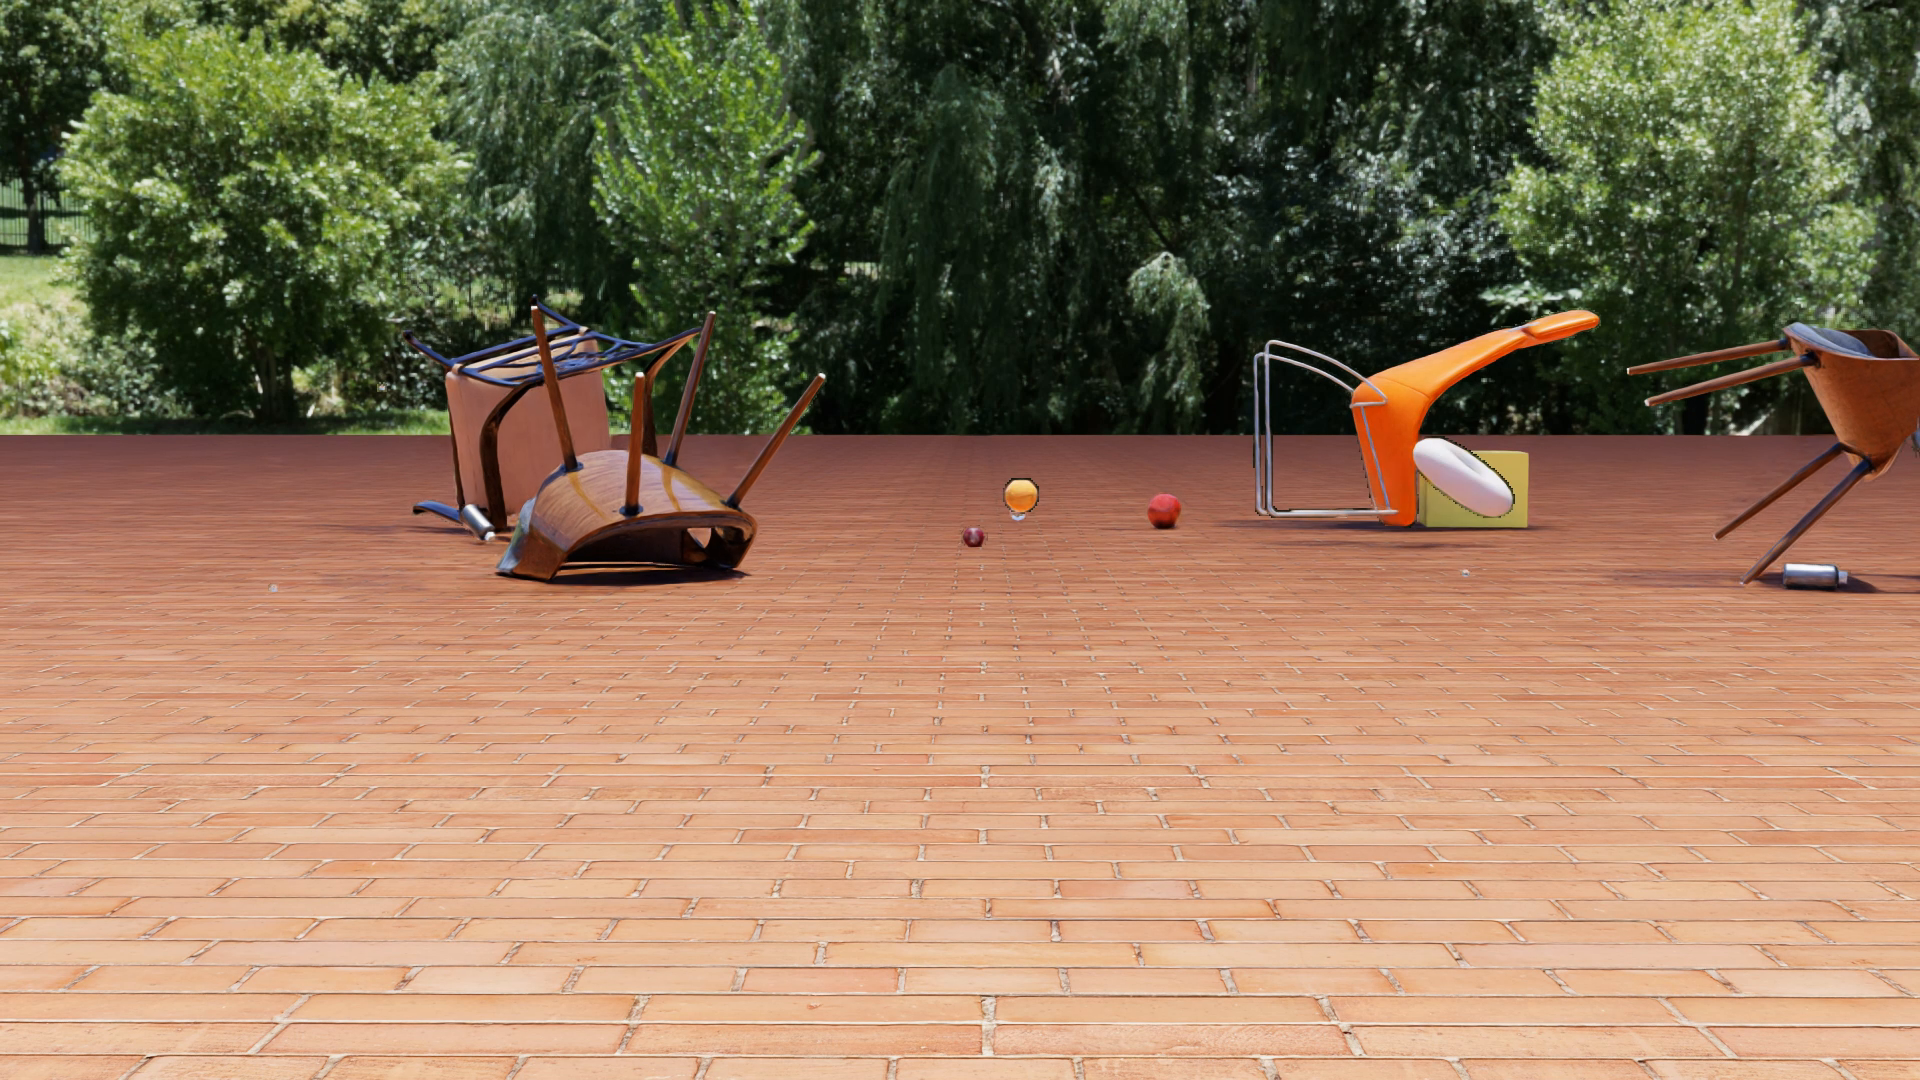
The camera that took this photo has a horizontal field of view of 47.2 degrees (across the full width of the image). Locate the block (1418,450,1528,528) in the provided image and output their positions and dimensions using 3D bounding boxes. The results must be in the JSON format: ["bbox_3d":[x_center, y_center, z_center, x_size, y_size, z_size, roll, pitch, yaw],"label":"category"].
[{"bbox_3d":[1.697,-0.171,7.279,0.322,0.240,0.268,0,4,7],"label":"block"}]

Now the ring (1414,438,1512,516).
[{"bbox_3d":[1.432,-0.179,6.258,0.383,0.097,0.194,27,26,-30],"label":"ring"}]

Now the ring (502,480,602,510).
[{"bbox_3d":[-1.510,-0.167,8.173,0.383,0.109,0.317,-2,3,-27],"label":"ring"}]

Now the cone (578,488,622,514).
[{"bbox_3d":[-1.327,-0.120,7.980,0.166,0.092,0.128,1,24,12],"label":"cone"}]

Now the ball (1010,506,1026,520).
[{"bbox_3d":[0.198,-0.092,7.508,0.052,0.052,0.052,0,4,0],"label":"ball"}]
